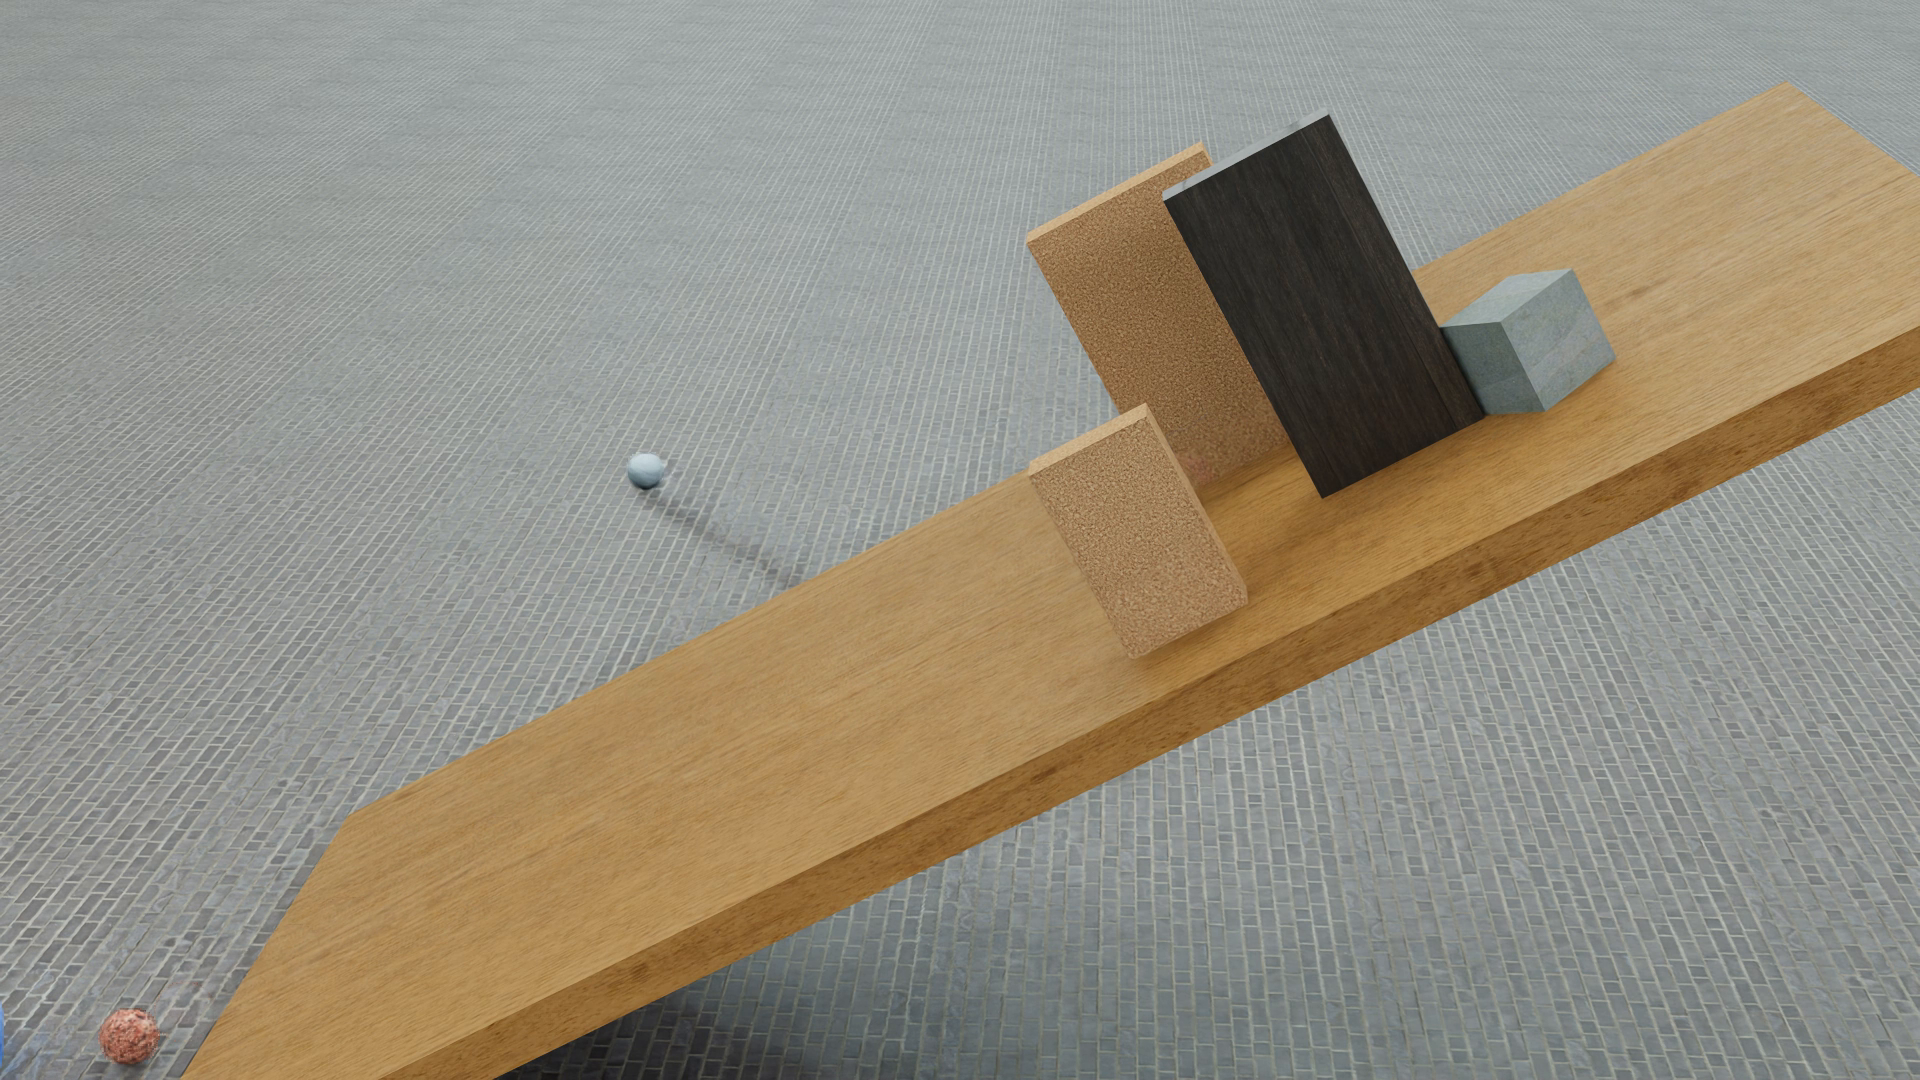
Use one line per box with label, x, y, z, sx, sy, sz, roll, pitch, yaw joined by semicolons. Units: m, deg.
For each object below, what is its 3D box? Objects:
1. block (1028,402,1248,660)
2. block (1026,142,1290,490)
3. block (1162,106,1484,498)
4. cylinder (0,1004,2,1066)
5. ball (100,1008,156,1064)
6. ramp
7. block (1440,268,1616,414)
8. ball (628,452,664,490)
block;0.333;-0.014;5.486;0.245;0.408;0.099;-27;14;11
block;0.479;-0.460;6.261;0.416;0.644;0.110;-27;14;11
block;0.709;-0.458;5.731;0.353;0.675;0.096;-27;14;11
cylinder;-2.190;1.080;6.393;0.208;0.208;0.208;-5;19;-16
ball;-1.834;1.095;6.489;0.121;0.121;0.121;0;18;0
ramp;0.141;0.167;6.282;4.000;0.100;2.000;-27;14;11
block;1.096;-0.382;5.681;0.199;0.199;0.199;-35;15;-21
ball;-1.142;-0.250;10.676;0.133;0.133;0.133;0;18;0
